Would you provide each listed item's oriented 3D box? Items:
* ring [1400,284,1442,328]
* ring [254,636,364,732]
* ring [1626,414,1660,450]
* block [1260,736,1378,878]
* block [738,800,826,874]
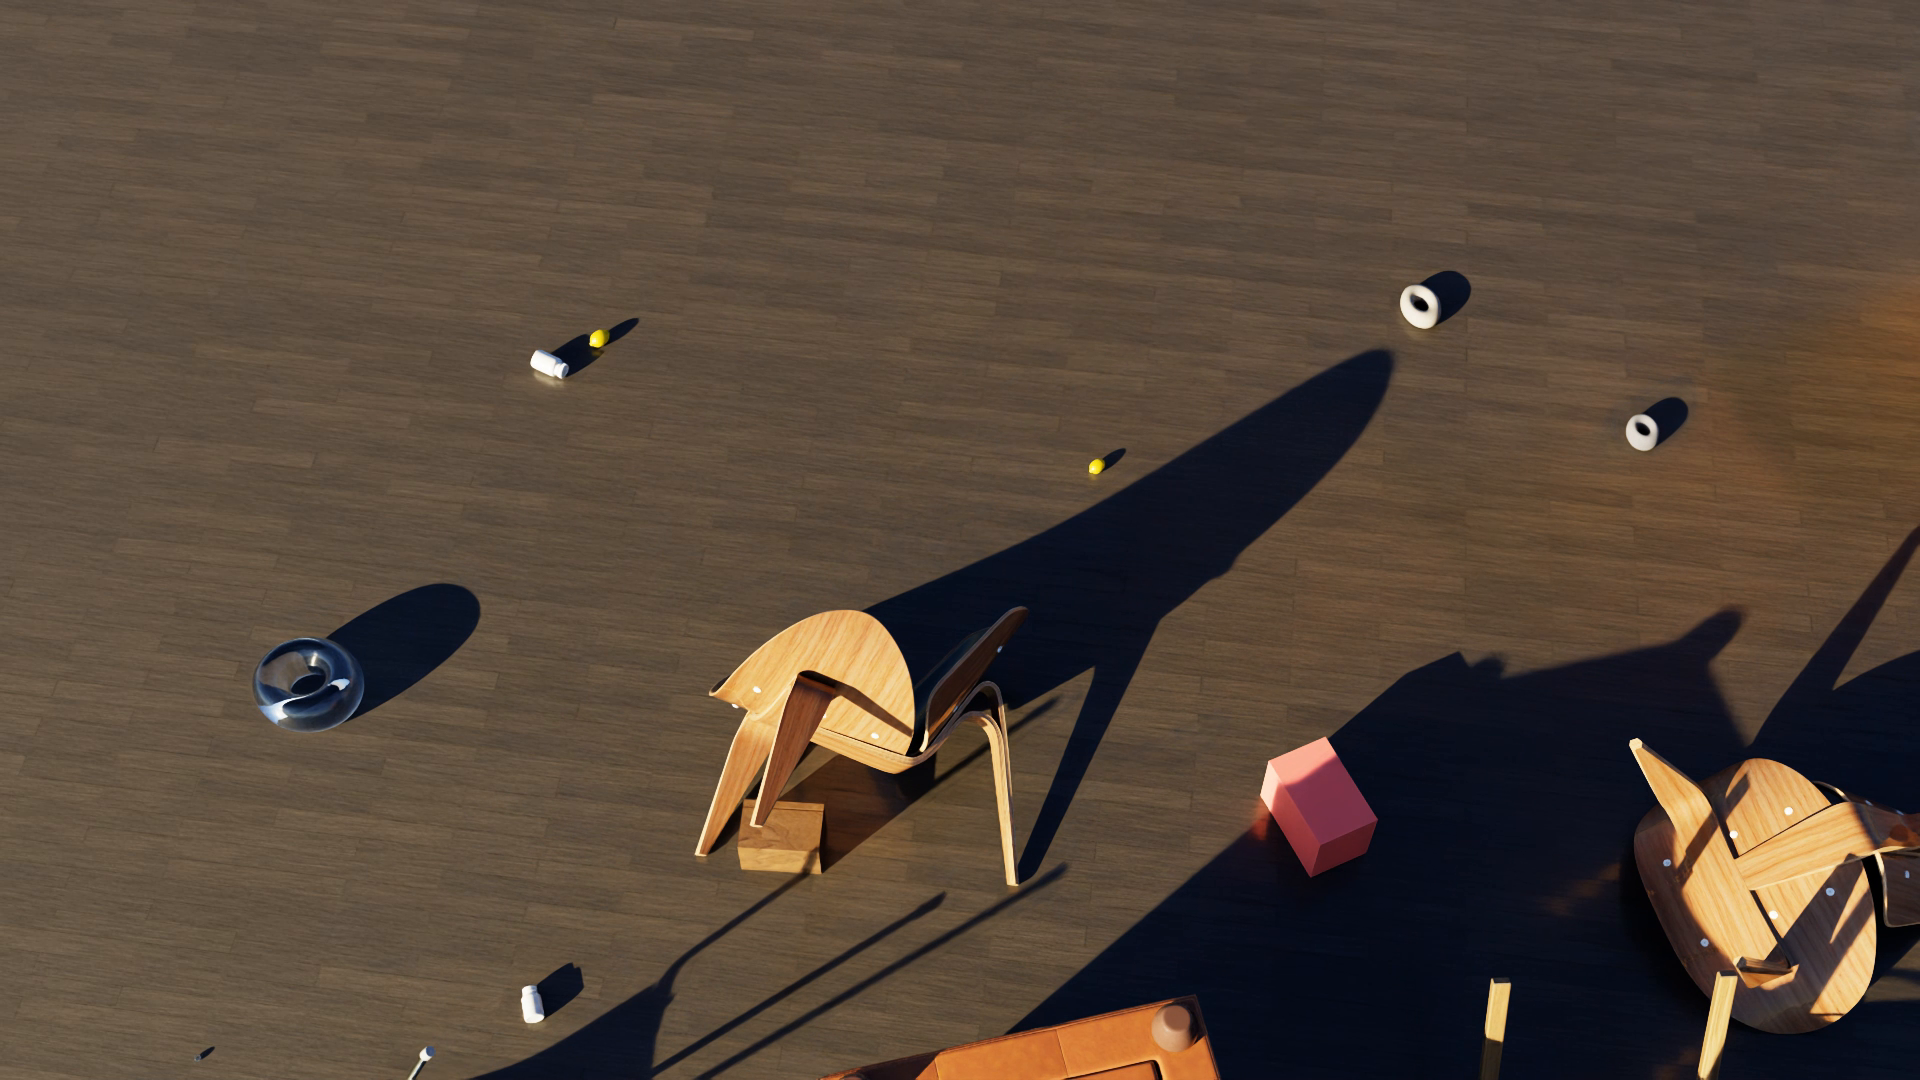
[{"bbox_3d":[1.476,-0.749,7.041,0.126,0.059,0.170,-11,56,-5],"label":"ring"},{"bbox_3d":[-1.841,0.408,6.215,0.314,0.145,0.280,10,58,8],"label":"ring"},{"bbox_3d":[2.100,-0.331,6.761,0.098,0.059,0.124,-1,55,1],"label":"ring"},{"bbox_3d":[0.971,0.725,5.968,0.176,0.199,0.276,-21,59,-14],"label":"block"},{"bbox_3d":[-0.480,0.803,5.954,0.218,0.135,0.143,3,56,2],"label":"block"}]
